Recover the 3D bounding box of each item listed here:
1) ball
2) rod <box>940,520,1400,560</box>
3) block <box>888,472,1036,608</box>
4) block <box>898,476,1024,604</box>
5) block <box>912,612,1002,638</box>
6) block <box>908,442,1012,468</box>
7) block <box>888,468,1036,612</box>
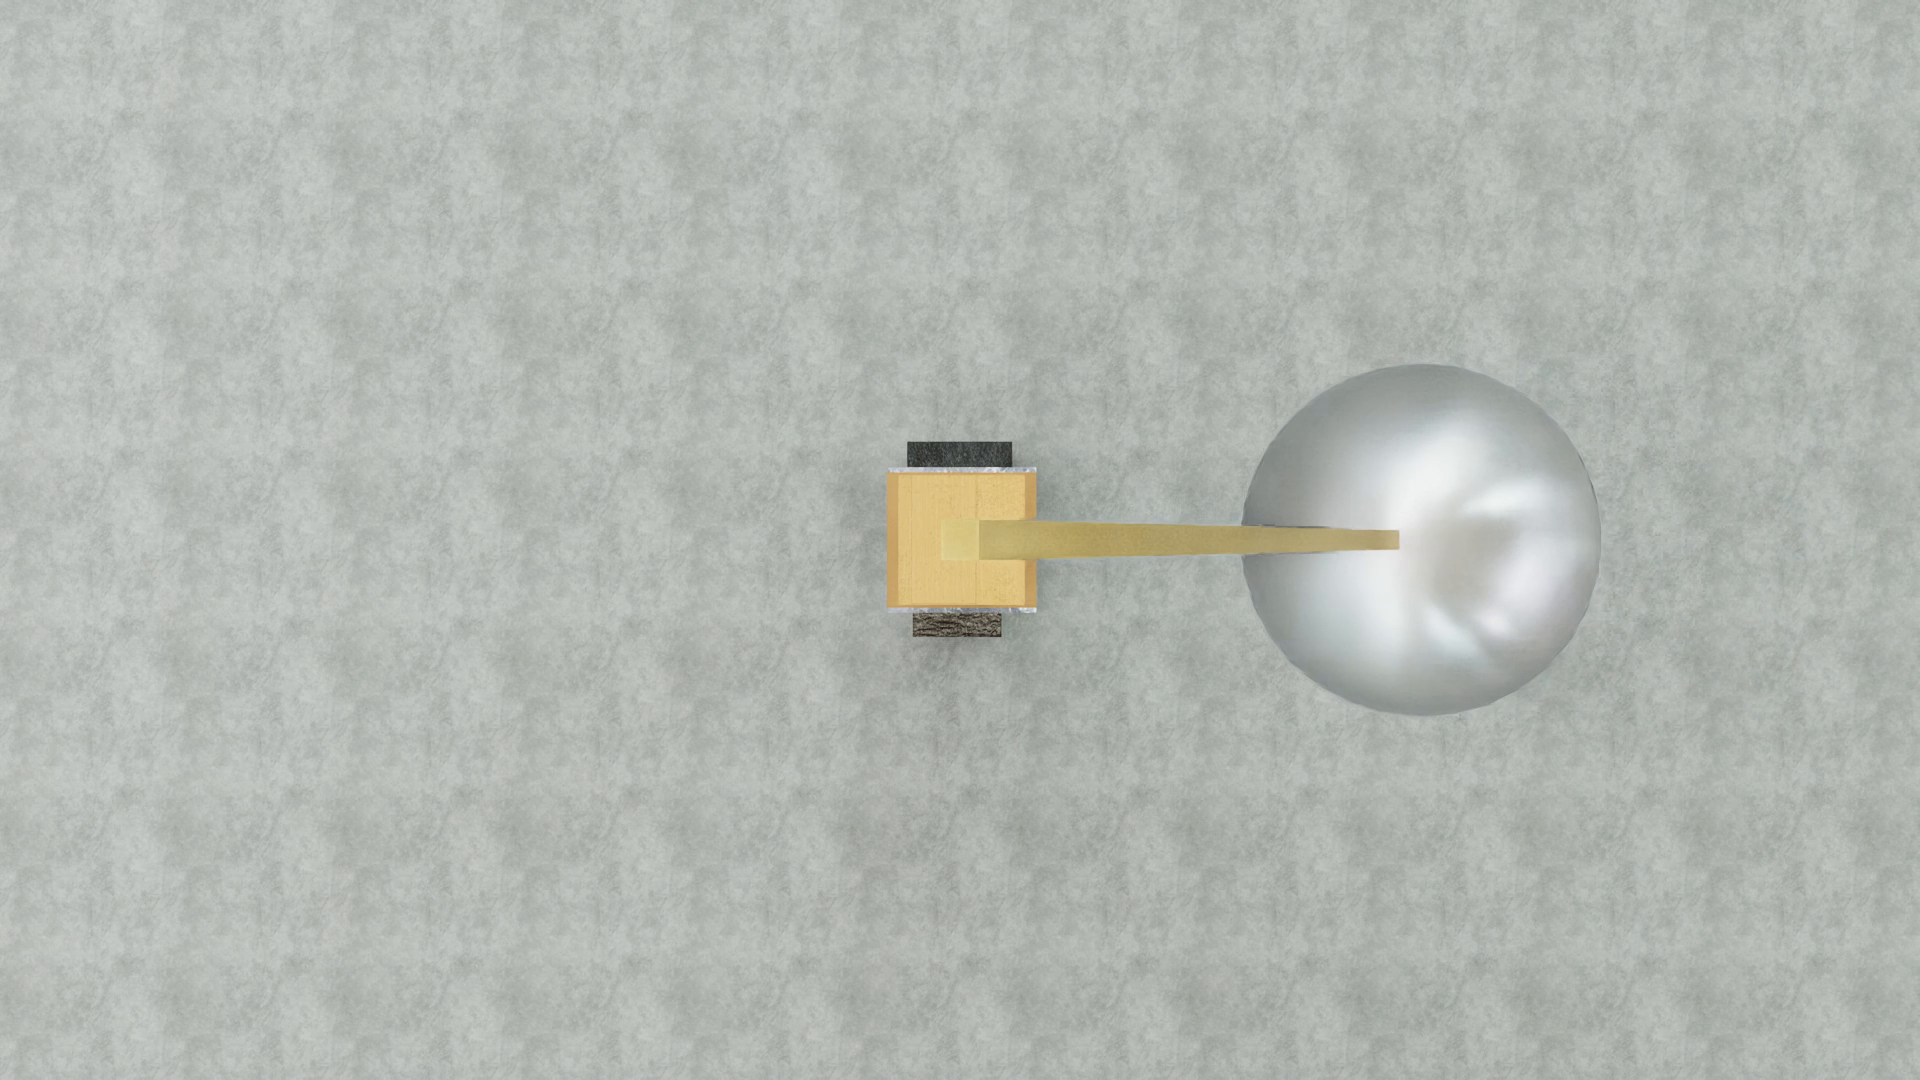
[{"bbox_3d":[2.074,0.000,9.954,1.600,1.600,1.600,0,90,0],"label":"ball"},{"bbox_3d":[0.899,0.000,6.763,0.080,5.200,0.080,0,90,20],"label":"rod"},{"bbox_3d":[0.007,0.000,9.658,0.635,0.611,0.575,0,90,0],"label":"block"},{"bbox_3d":[0.006,0.000,8.764,0.491,0.449,0.502,0,90,0],"label":"block"},{"bbox_3d":[-0.016,0.290,12.747,0.505,0.507,0.523,0,90,0],"label":"block"},{"bbox_3d":[-0.002,-0.266,12.654,0.588,0.691,0.570,0,90,0],"label":"block"},{"bbox_3d":[0.011,0.000,10.850,0.710,0.600,0.697,0,90,0],"label":"block"}]
